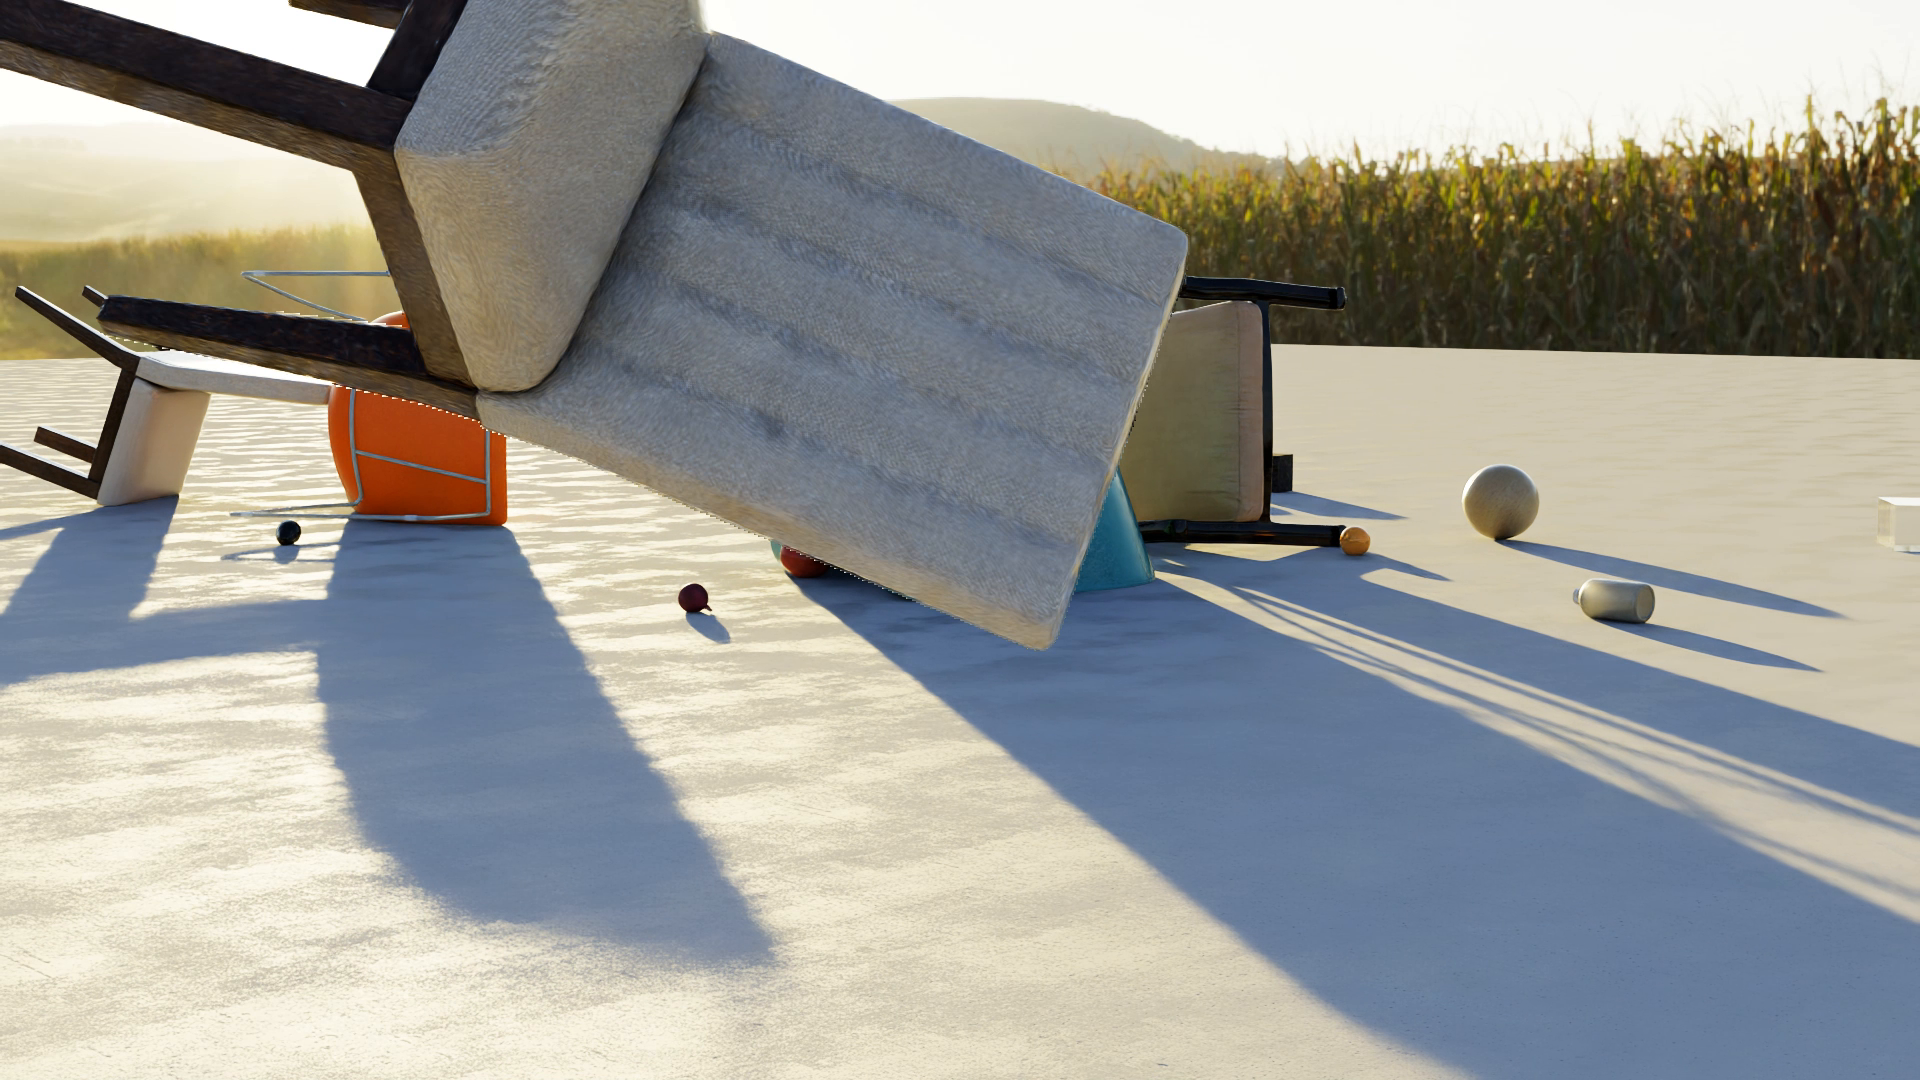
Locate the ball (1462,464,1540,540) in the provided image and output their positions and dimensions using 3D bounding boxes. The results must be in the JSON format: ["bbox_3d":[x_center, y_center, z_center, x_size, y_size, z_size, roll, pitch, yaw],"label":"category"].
[{"bbox_3d":[1.354,-0.096,6.418,0.189,0.189,0.189,0,6,0],"label":"ball"}]

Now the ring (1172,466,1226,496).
[{"bbox_3d":[0.721,-0.179,7.753,0.140,0.082,0.199,-2,7,-33],"label":"ring"}]

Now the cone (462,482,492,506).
[{"bbox_3d":[-1.368,-0.116,7.363,0.097,0.079,0.071,-3,-27,39],"label":"cone"}]

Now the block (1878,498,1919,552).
[{"bbox_3d":[2.349,-0.038,6.242,0.182,0.111,0.217,1,6,9],"label":"block"}]

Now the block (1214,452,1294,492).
[{"bbox_3d":[0.904,-0.210,7.896,0.218,0.113,0.100,4,7,34],"label":"block"}]
